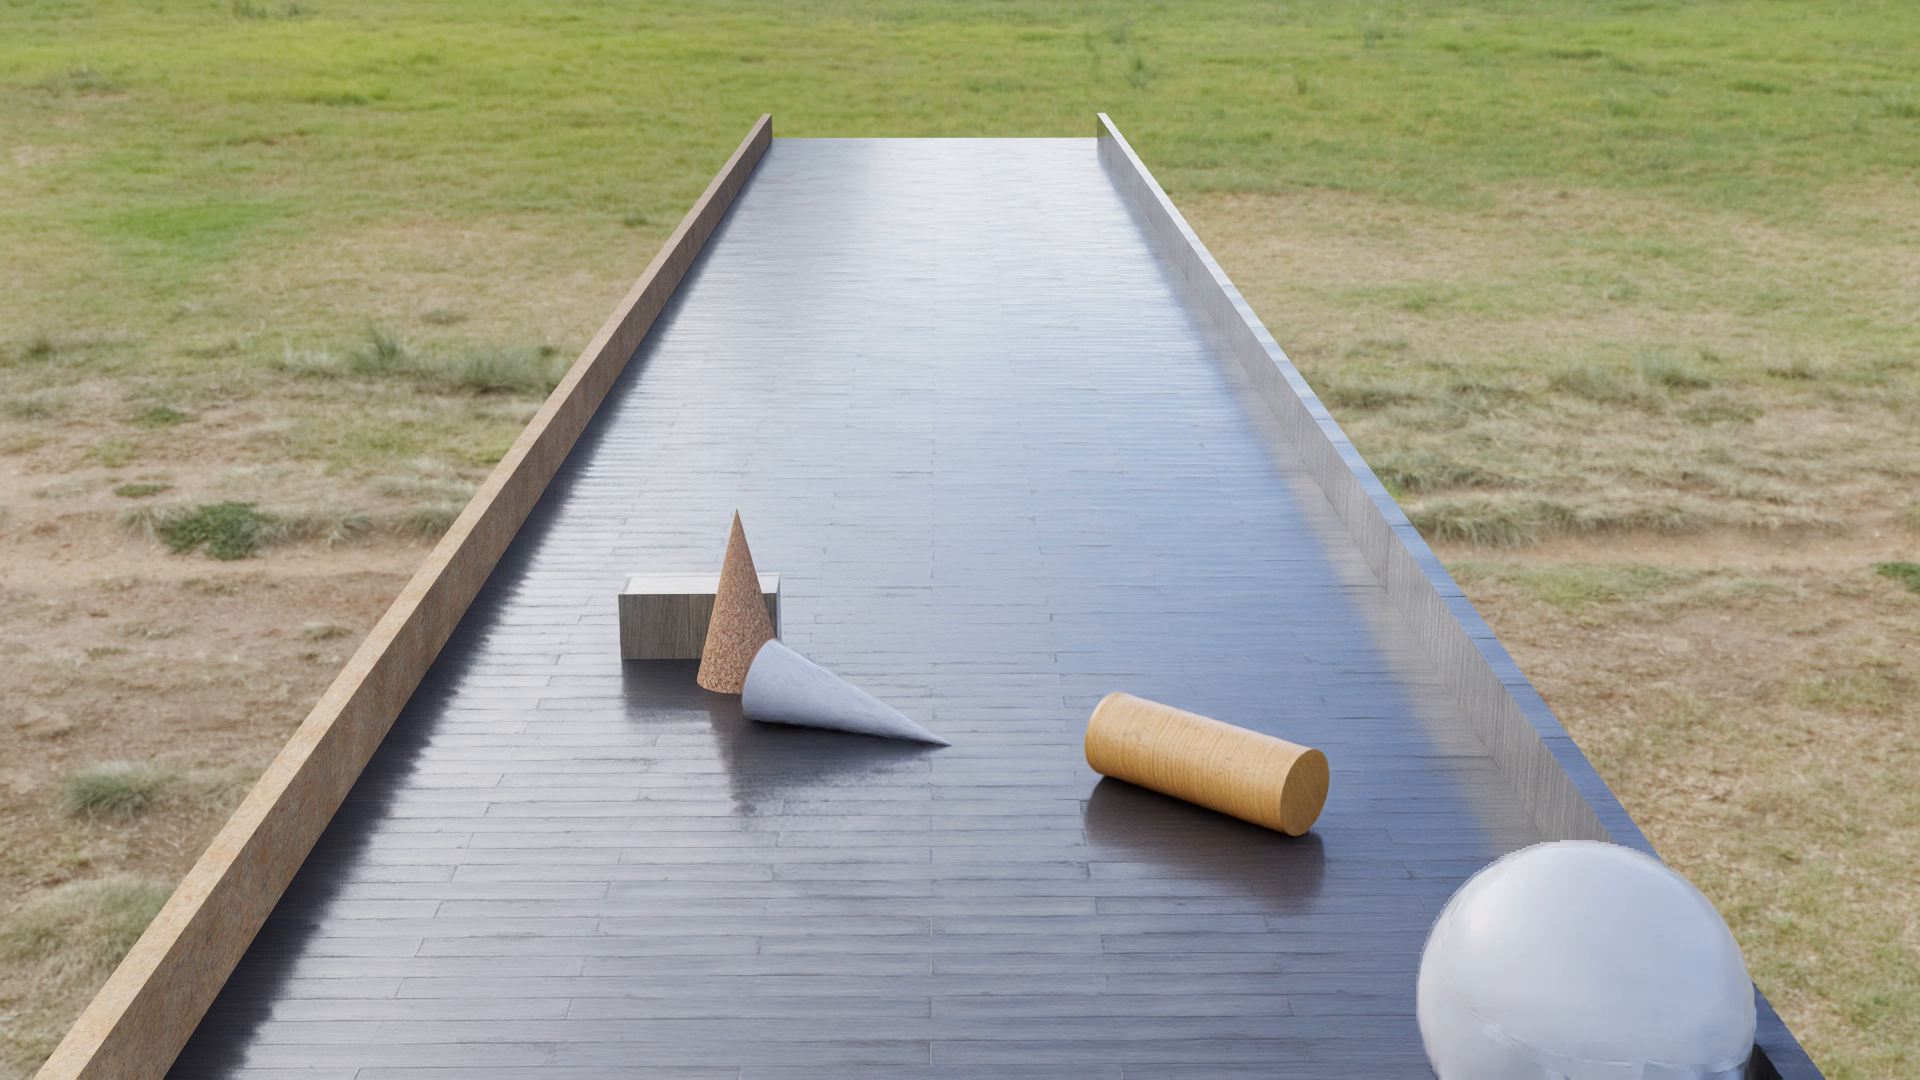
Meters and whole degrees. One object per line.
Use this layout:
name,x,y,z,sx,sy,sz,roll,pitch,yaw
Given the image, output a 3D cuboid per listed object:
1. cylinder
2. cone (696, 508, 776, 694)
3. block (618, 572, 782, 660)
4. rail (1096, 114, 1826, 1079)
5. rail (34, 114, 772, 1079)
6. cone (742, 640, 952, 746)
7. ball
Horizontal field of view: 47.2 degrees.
cylinder,0.413,0.373,3.710,0.400,0.147,0.147,14,22,40
cone,-0.428,0.104,4.267,0.175,0.348,0.175,0,17,0
block,-0.526,0.153,4.471,0.315,0.137,0.137,0,17,-1
rail,0.932,-0.844,7.801,0.050,0.150,12.000,0,17,-1
rail,-1.118,-0.838,7.780,0.050,0.150,12.000,0,17,-1
cone,-0.191,0.316,4.031,0.389,0.155,0.155,17,21,16
ball,0.751,0.562,2.650,0.393,0.393,0.393,0,17,0
